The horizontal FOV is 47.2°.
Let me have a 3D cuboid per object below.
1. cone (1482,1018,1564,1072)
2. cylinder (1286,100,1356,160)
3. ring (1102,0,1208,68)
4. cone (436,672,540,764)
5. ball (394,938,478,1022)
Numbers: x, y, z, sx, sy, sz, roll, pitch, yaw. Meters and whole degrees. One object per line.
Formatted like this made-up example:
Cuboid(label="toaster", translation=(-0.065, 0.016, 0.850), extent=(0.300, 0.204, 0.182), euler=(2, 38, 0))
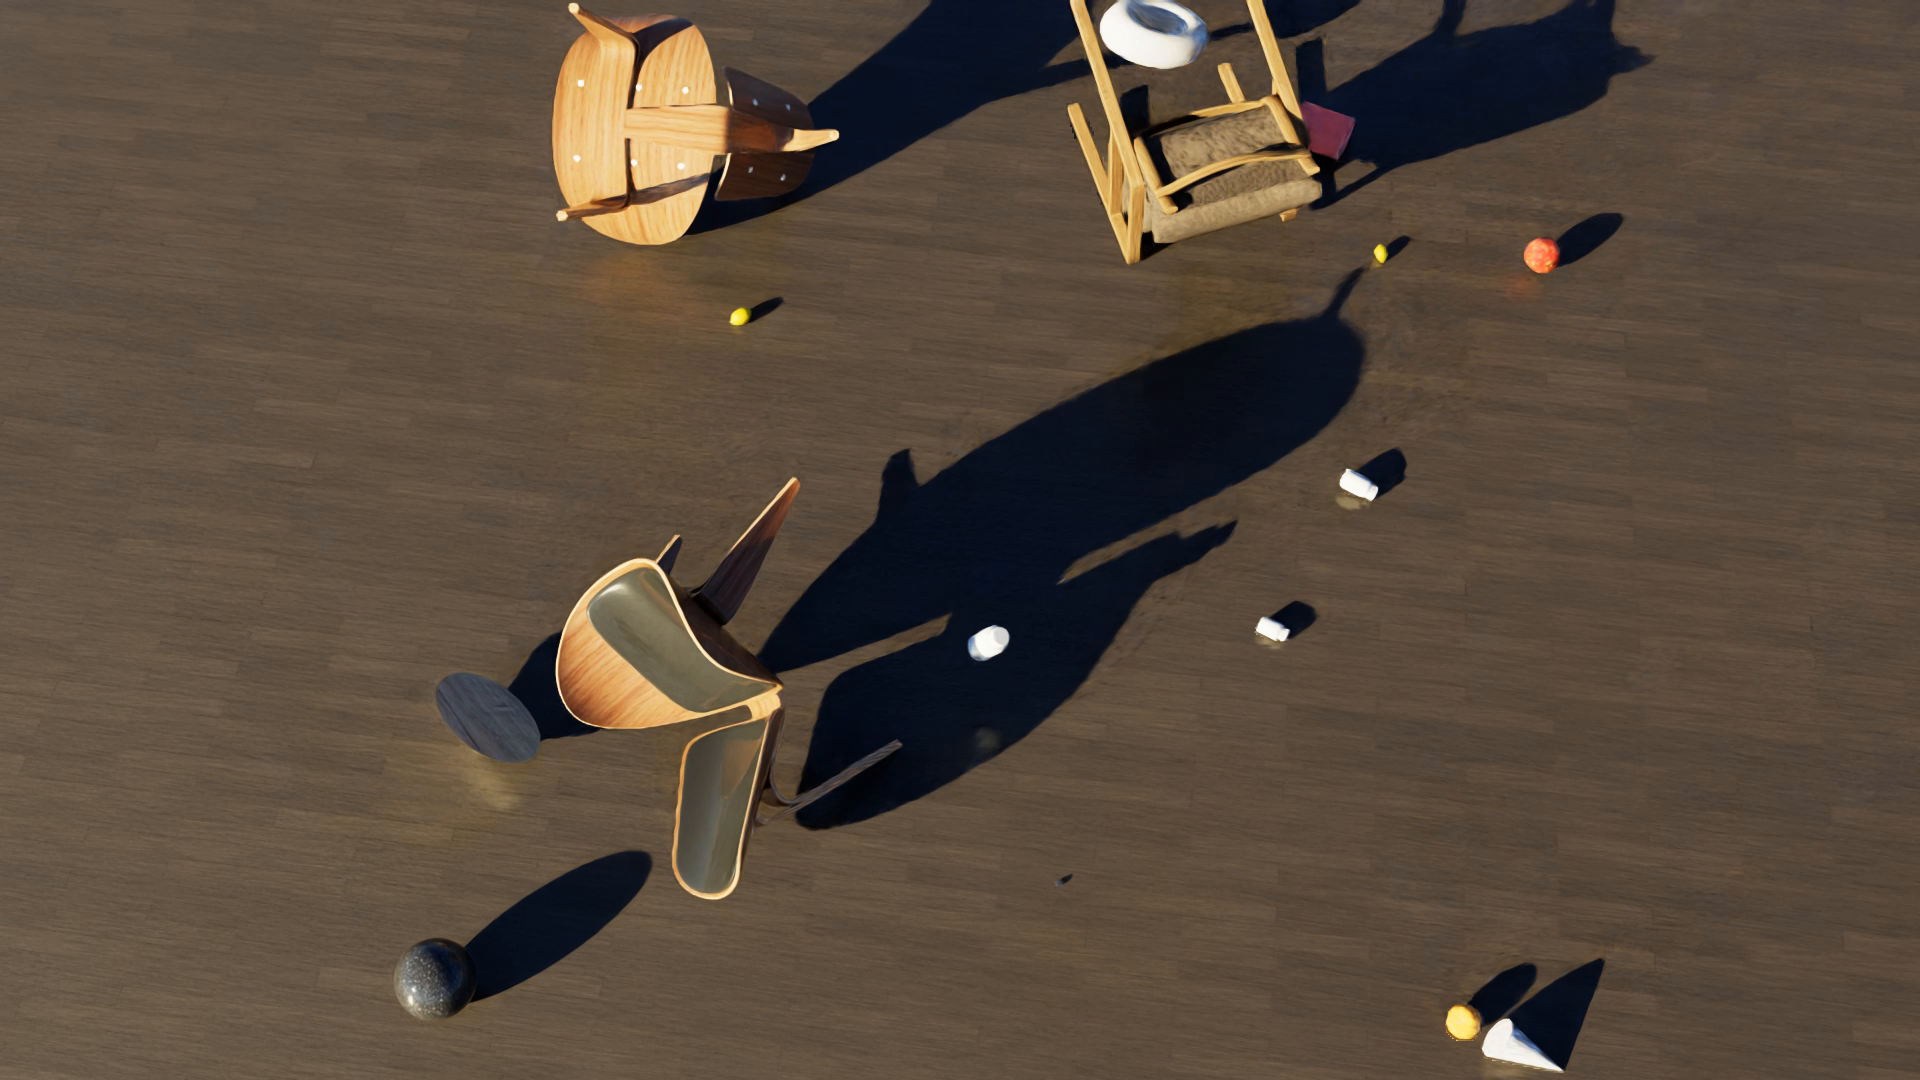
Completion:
Cuboid(label="cone", translation=(1.467, 1.322, 5.647), extent=(0.201, 0.140, 0.104), euler=(27, 62, -5))
Cuboid(label="cylinder", translation=(1.220, -1.384, 7.434), extent=(0.181, 0.113, 0.167), euler=(23, 67, 14))
Cuboid(label="ring", translation=(0.656, -1.708, 7.403), extent=(0.386, 0.144, 0.244), euler=(4, 56, -18))
Cuboid(label="cone", translation=(-1.345, 0.538, 6.156), extent=(0.297, 0.121, 0.353), euler=(-3, 45, -52))
Cuboid(label="ball", translation=(-1.355, 1.135, 5.685), extent=(0.212, 0.212, 0.212), euler=(0, 56, 0))
